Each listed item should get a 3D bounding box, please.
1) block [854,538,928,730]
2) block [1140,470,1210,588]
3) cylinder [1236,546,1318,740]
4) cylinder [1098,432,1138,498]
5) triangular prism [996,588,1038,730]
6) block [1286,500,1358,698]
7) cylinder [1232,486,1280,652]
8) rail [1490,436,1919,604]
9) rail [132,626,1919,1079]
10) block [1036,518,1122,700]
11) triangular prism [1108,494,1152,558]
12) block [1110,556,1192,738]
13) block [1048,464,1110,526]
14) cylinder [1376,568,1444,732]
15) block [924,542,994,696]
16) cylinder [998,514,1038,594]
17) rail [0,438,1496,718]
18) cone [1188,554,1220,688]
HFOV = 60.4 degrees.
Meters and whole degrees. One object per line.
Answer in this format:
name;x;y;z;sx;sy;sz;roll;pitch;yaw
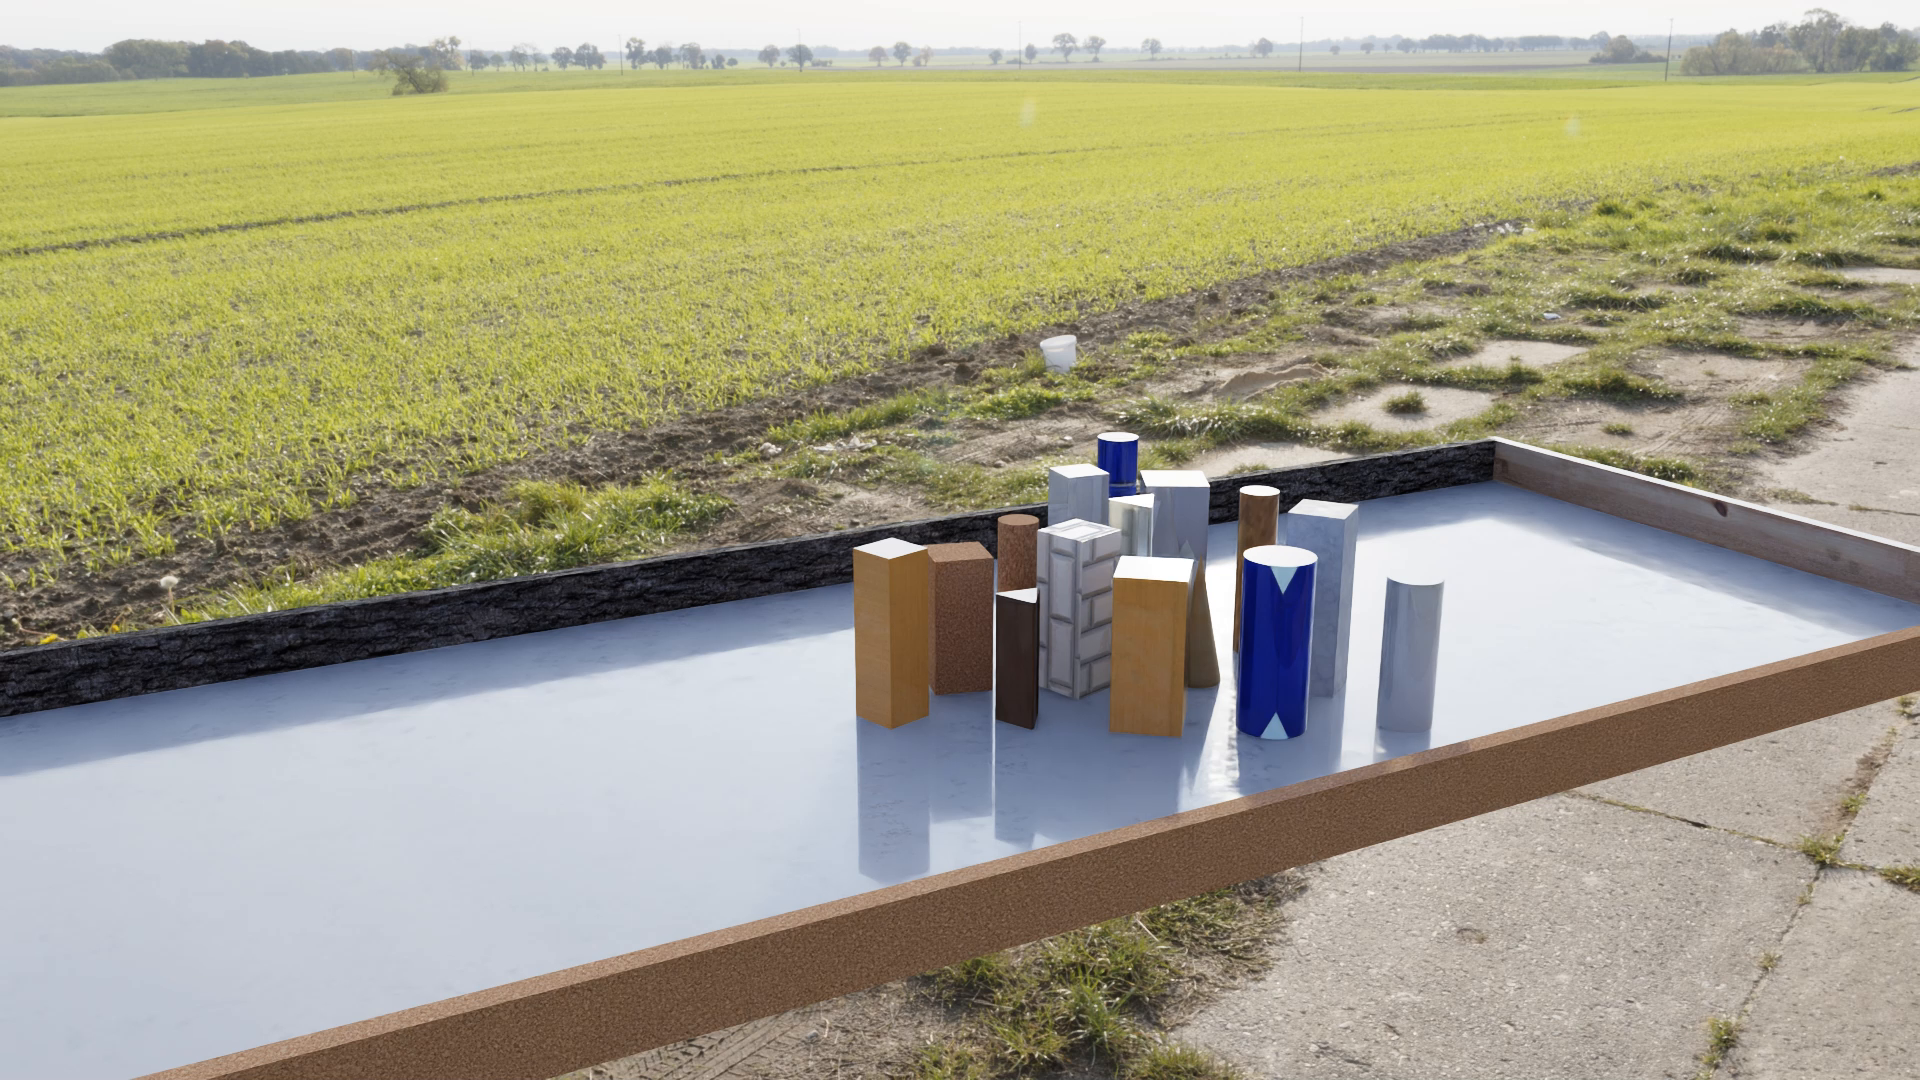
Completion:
block;-0.161;0.218;3.874;0.123;0.416;0.123;16;22;42
block;0.587;0.023;4.571;0.171;0.399;0.171;0;16;1
cylinder;0.730;0.236;3.815;0.165;0.416;0.165;0;16;0
cylinder;0.455;-0.078;4.811;0.116;0.456;0.116;0;16;0
triangular prism;0.156;0.273;3.873;0.110;0.312;0.095;12;20;36
block;0.882;0.143;4.063;0.138;0.455;0.138;8;18;25
cylinder;0.773;0.081;4.312;0.101;0.433;0.101;0;16;0
rail;2.466;-0.048;5.253;0.050;0.150;2.100;-9;18;-27
rail;-2.336;1.006;1.665;12.000;0.150;0.050;-9;18;-27
block;0.290;0.169;4.066;0.144;0.403;0.144;15;22;42
triangular prism;0.470;0.088;4.335;0.128;0.407;0.111;13;21;37
block;0.446;0.246;3.846;0.167;0.378;0.167;3;17;11
block;0.327;0.008;4.592;0.123;0.415;0.123;-7;18;-22
cylinder;1.047;0.257;3.841;0.130;0.361;0.130;0;16;0
block;-0.007;0.193;4.093;0.146;0.342;0.146;-4;17;-13
cylinder;0.153;0.112;4.361;0.108;0.345;0.108;0;16;0
rail;-3.305;0.497;3.399;12.000;0.150;0.050;-9;18;-27
cone;0.595;0.190;4.115;0.125;0.334;0.125;0;16;0
